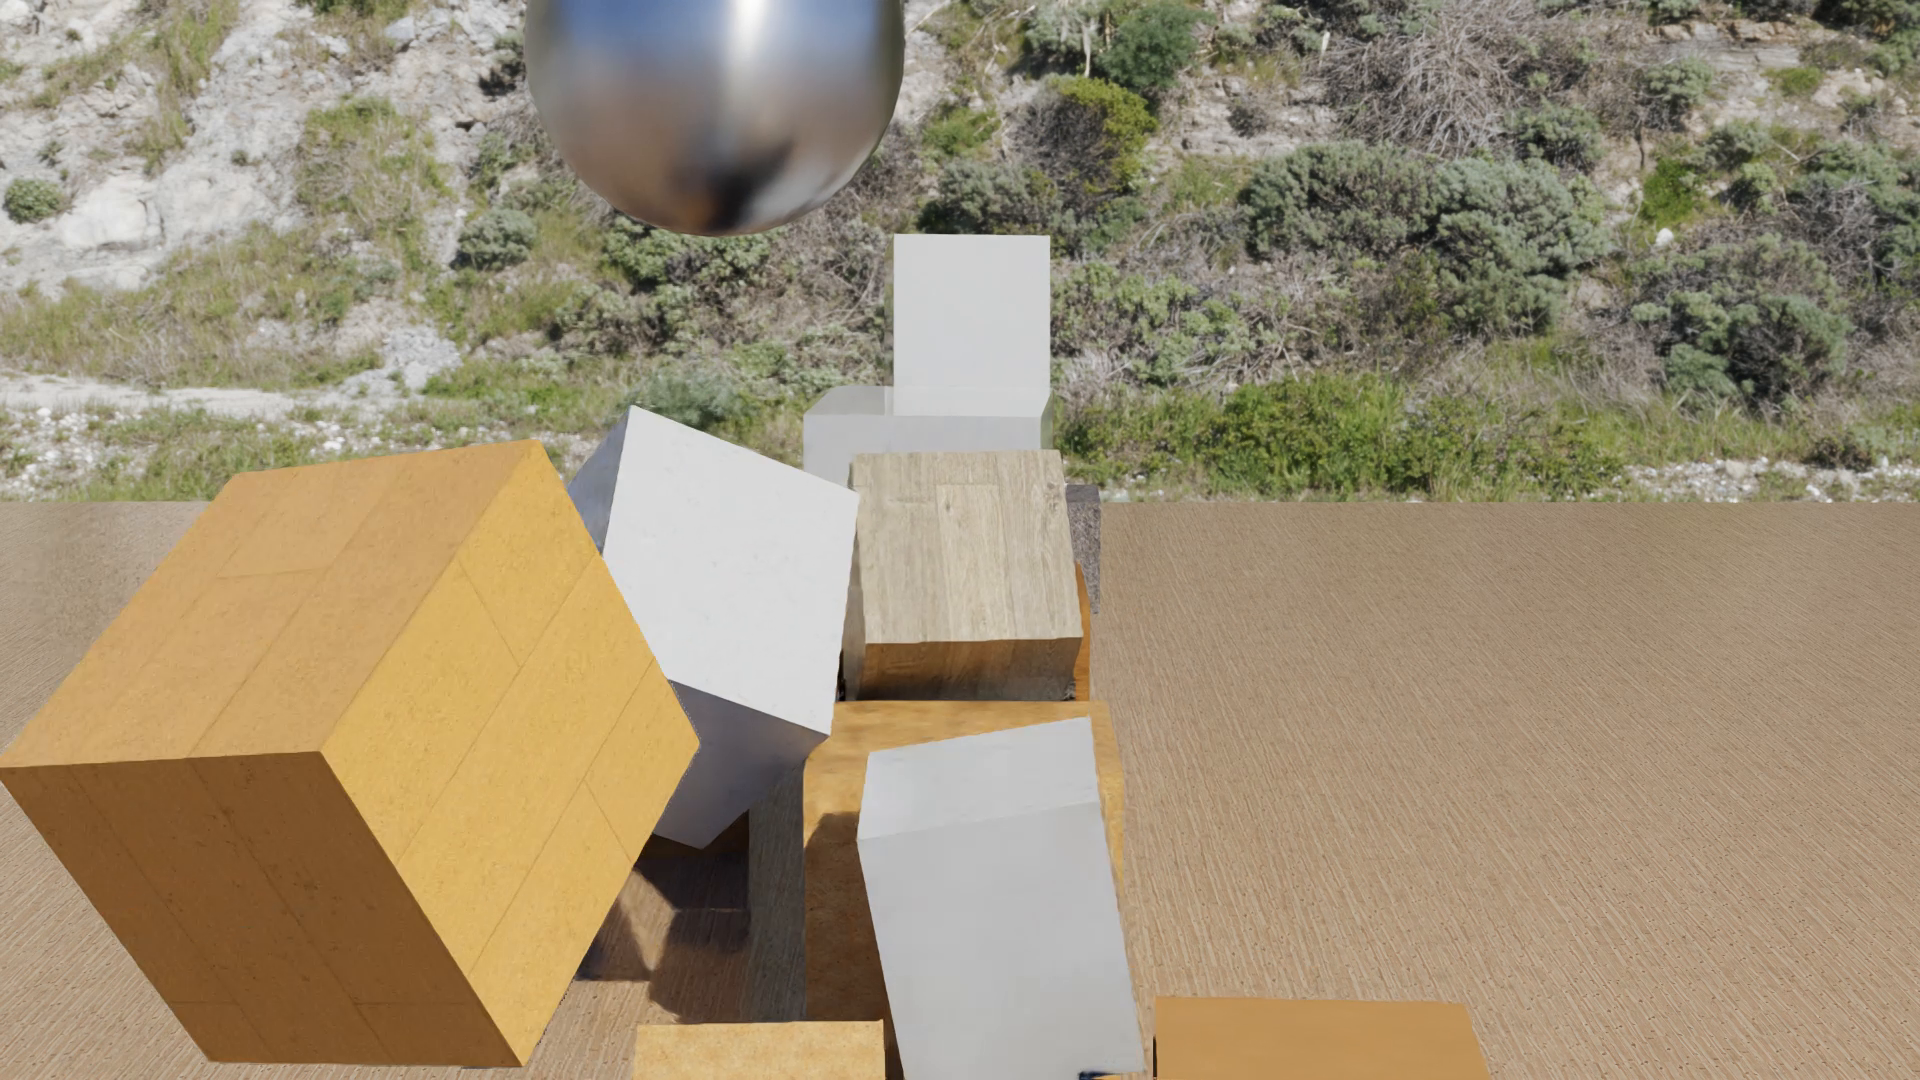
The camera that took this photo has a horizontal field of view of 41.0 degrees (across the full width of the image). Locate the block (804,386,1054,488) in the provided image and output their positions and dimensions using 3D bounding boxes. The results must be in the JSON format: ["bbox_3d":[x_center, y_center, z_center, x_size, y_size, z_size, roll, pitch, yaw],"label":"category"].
[{"bbox_3d":[-0.119,-0.177,11.544,1.018,0.906,1.034,1,10,5],"label":"block"}]

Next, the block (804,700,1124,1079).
[{"bbox_3d":[0.012,1.268,9.406,1.098,1.139,1.042,0,10,0],"label":"block"}]

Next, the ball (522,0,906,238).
[{"bbox_3d":[-1.029,-2.078,10.802,1.600,1.600,1.600,0,10,0],"label":"ball"}]

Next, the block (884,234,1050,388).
[{"bbox_3d":[0.023,-1.088,12.641,0.747,0.735,0.785,0,0,-5],"label":"block"}]

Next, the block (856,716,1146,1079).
[{"bbox_3d":[0.138,1.178,8.264,0.747,0.906,0.783,-10,15,3],"label":"block"}]

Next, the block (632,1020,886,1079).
[{"bbox_3d":[-0.547,1.834,7.064,0.688,0.751,0.672,-1,21,-3],"label":"block"}]

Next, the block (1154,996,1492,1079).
[{"bbox_3d":[1.008,1.837,7.250,0.912,0.792,0.913,1,10,4],"label":"block"}]

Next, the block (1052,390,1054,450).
[{"bbox_3d":[0.005,-0.304,12.567,0.874,0.834,0.797,0,0,0],"label":"block"}]

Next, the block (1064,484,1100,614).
[{"bbox_3d":[0.602,0.055,17.180,0.649,0.746,0.735,0,10,1],"label":"block"}]

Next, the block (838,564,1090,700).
[{"bbox_3d":[0.018,0.770,12.099,1.134,1.156,0.980,0,10,0],"label":"block"}]

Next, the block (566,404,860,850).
[{"bbox_3d":[-1.067,0.340,9.369,0.921,1.035,1.048,21,-38,-22],"label":"block"}]

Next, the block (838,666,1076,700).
[{"bbox_3d":[-0.009,1.019,11.183,0.986,0.994,0.908,0,10,0],"label":"block"}]

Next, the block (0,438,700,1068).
[{"bbox_3d":[-1.005,0.367,4.381,0.666,0.701,0.765,-5,37,26],"label":"block"}]

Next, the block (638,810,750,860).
[{"bbox_3d":[-1.414,0.947,11.914,0.698,0.874,0.733,-3,11,-18],"label":"block"}]

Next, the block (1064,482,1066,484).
[{"bbox_3d":[0.366,-0.128,18.474,0.616,0.633,0.651,-4,12,-20],"label":"block"}]

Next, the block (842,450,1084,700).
[{"bbox_3d":[-0.027,0.245,10.169,0.817,0.831,0.921,-1,-30,-8],"label":"block"}]
